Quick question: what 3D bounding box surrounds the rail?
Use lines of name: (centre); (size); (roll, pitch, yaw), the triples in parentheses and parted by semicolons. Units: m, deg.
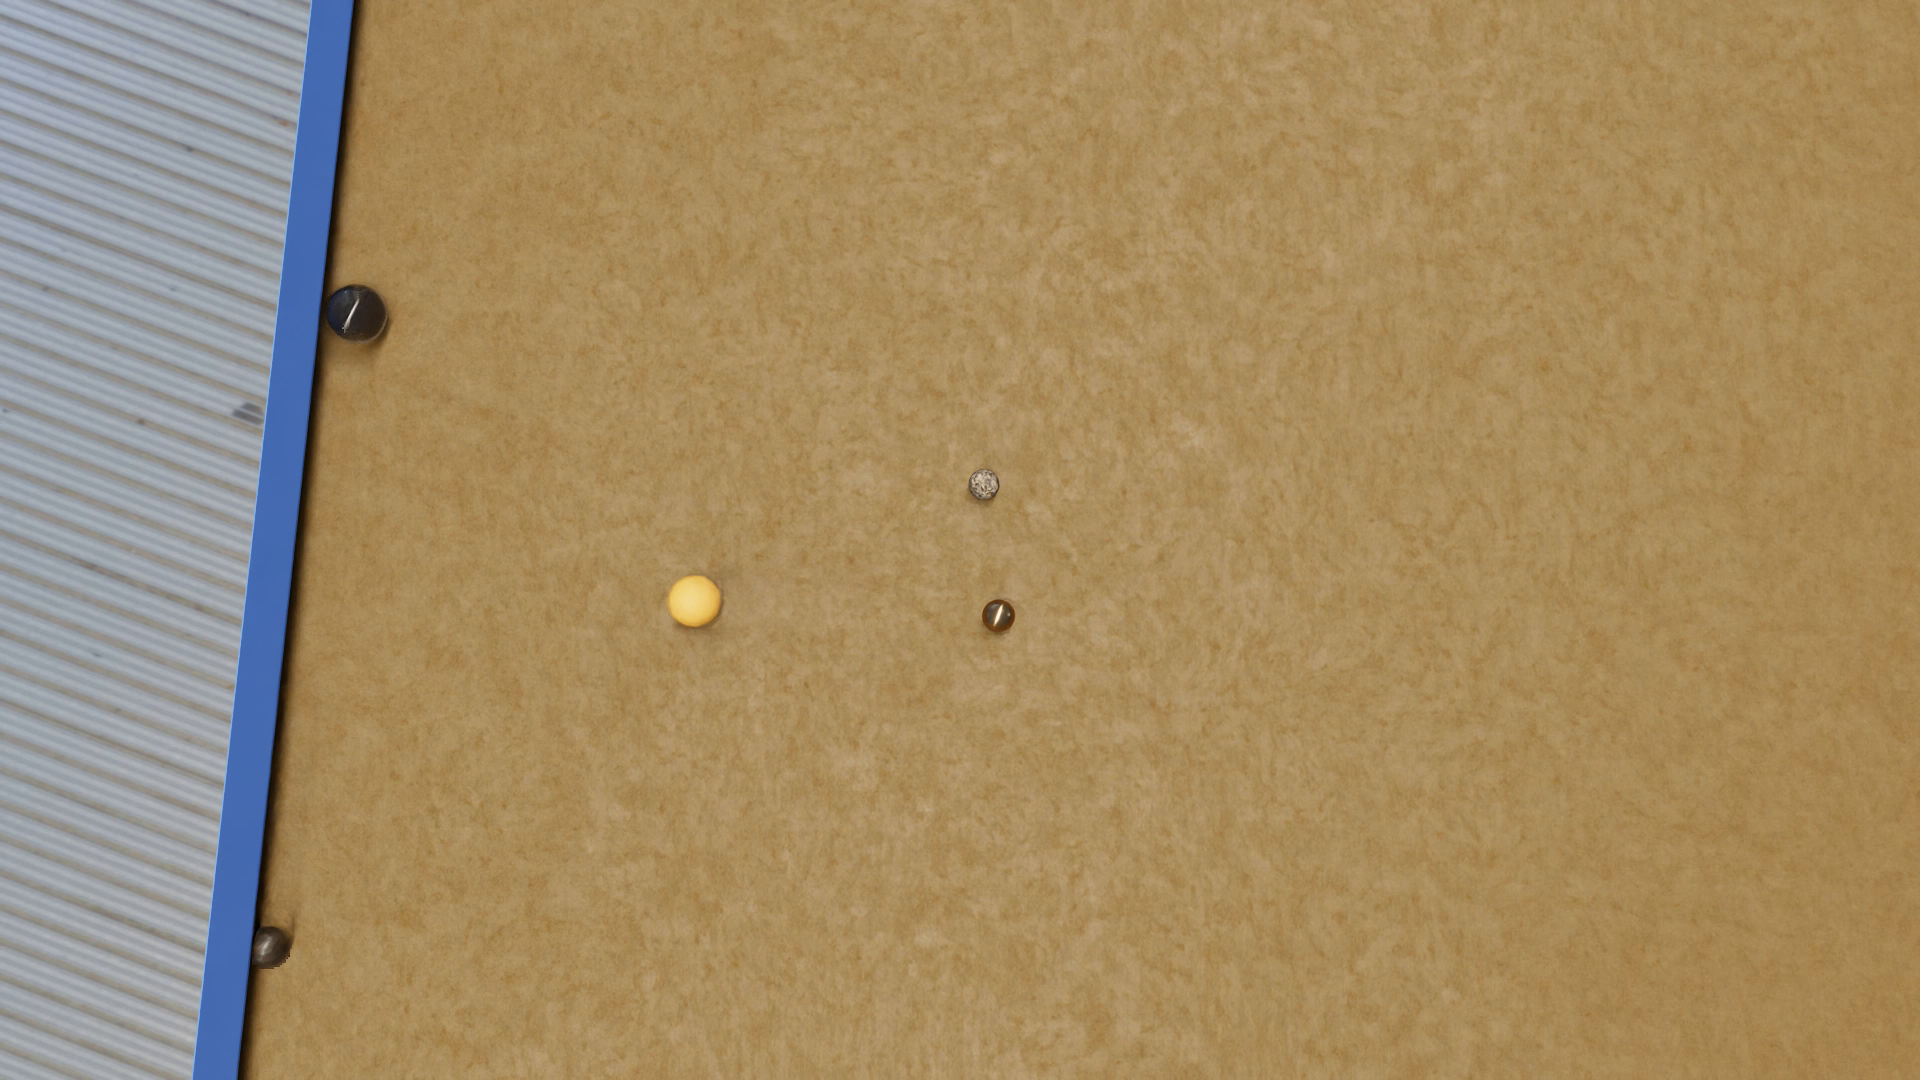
rail: (-0.999, -0.067, 3.253); (0.045, 0.114, 2.162); (4, 82, 1)

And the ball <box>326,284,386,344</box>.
ball: (-0.907, -0.340, 3.306); (0.088, 0.088, 0.088); (0, 82, 0)

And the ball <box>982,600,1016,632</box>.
ball: (0.057, 0.112, 3.261); (0.049, 0.049, 0.049); (0, 82, 0)

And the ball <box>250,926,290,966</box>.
ball: (-1.003, 0.589, 3.189); (0.057, 0.057, 0.057); (0, 82, 0)

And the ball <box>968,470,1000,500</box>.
ball: (0.036, -0.083, 3.291); (0.046, 0.046, 0.046); (0, 82, 0)

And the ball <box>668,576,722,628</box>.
ball: (-0.392, 0.091, 3.250); (0.077, 0.077, 0.077); (0, 82, 0)
